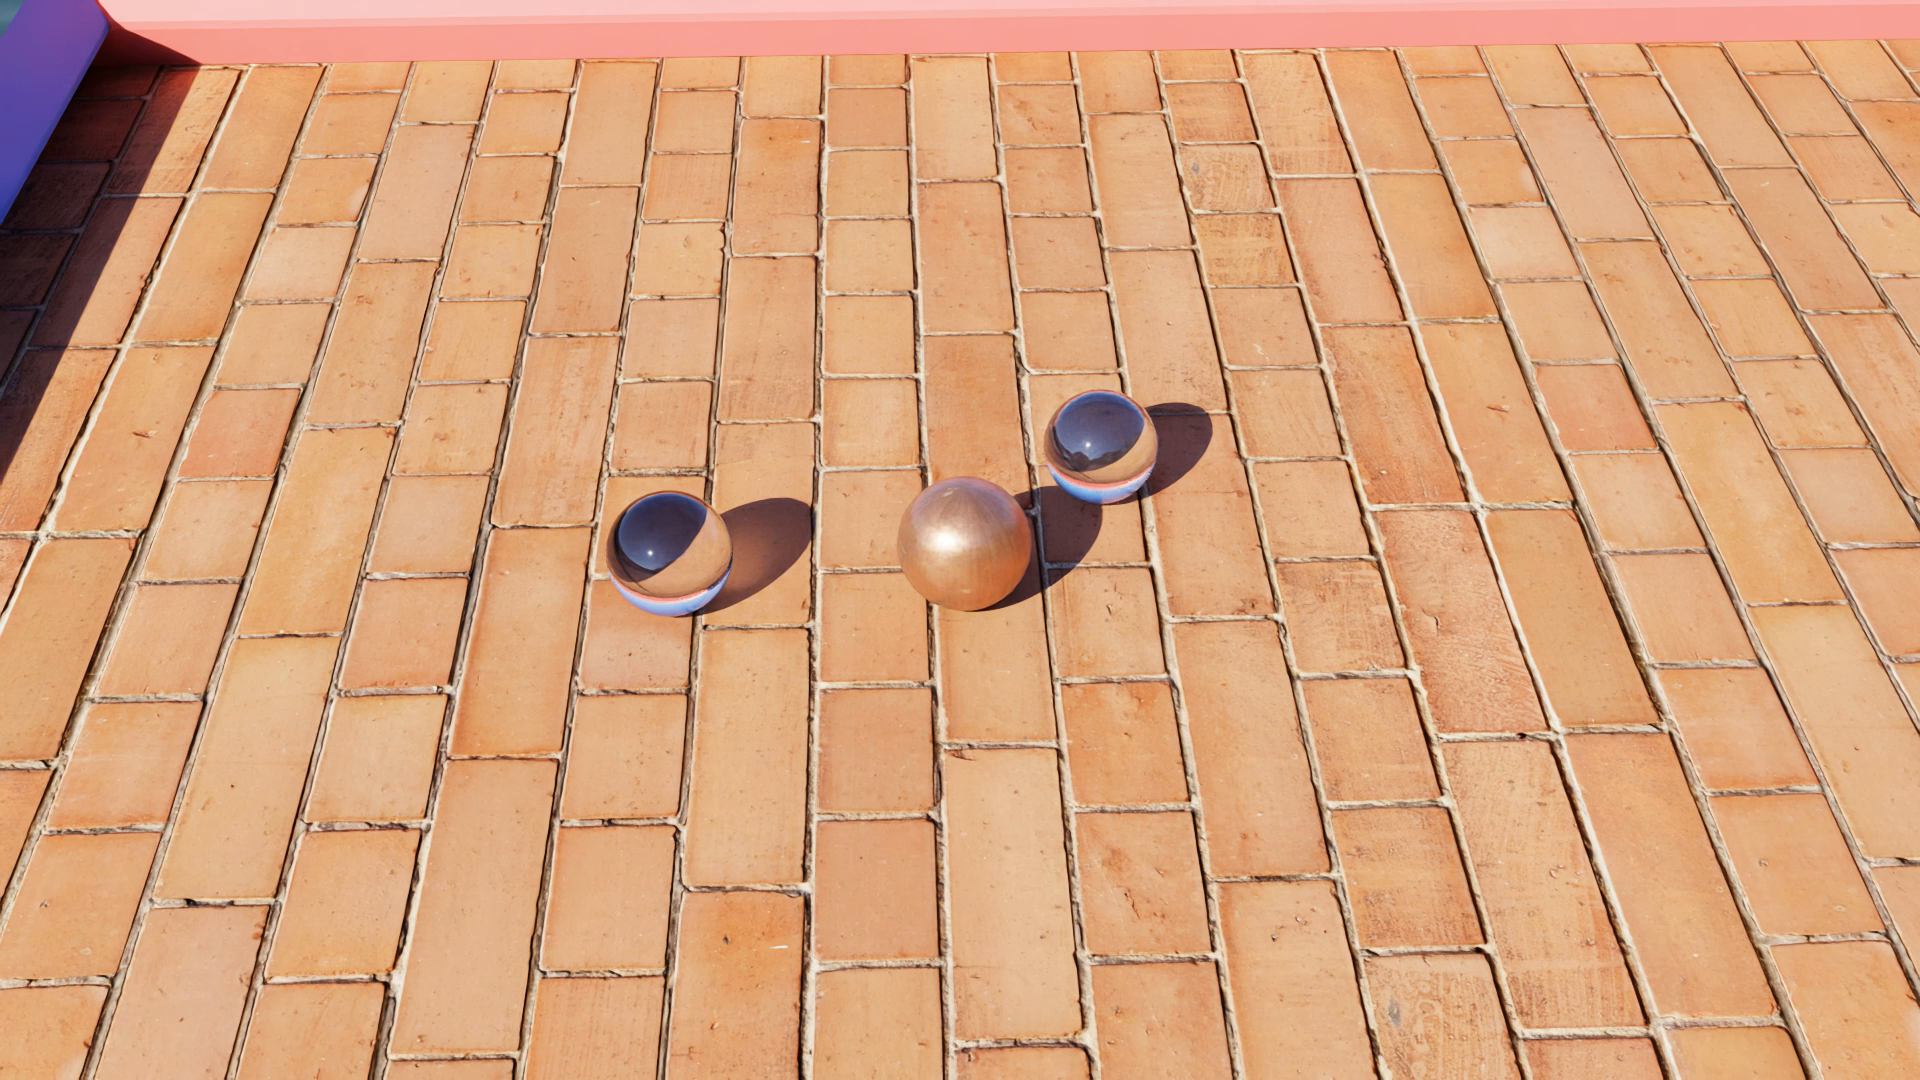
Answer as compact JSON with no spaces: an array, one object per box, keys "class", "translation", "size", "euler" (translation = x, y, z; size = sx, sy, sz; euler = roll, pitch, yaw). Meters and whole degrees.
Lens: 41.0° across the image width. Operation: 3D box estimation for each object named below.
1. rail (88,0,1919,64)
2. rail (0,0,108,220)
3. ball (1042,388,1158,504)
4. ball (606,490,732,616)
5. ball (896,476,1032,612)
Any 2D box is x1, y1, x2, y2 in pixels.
[{"class":"rail","translation":[0.759,-0.509,2.382],"size":[3.154,0.116,0.045],"euler":[-1,36,-2]},{"class":"rail","translation":[-0.764,0.002,1.669],"size":[0.045,0.116,1.696],"euler":[-1,36,-2]},{"class":"ball","translation":[0.098,-0.065,1.795],"size":[0.081,0.081,0.081],"euler":[0,36,0]},{"class":"ball","translation":[-0.191,0.009,1.688],"size":[0.084,0.084,0.084],"euler":[0,36,0]},{"class":"ball","translation":[0.003,0.002,1.693],"size":[0.089,0.089,0.089],"euler":[0,36,0]}]
